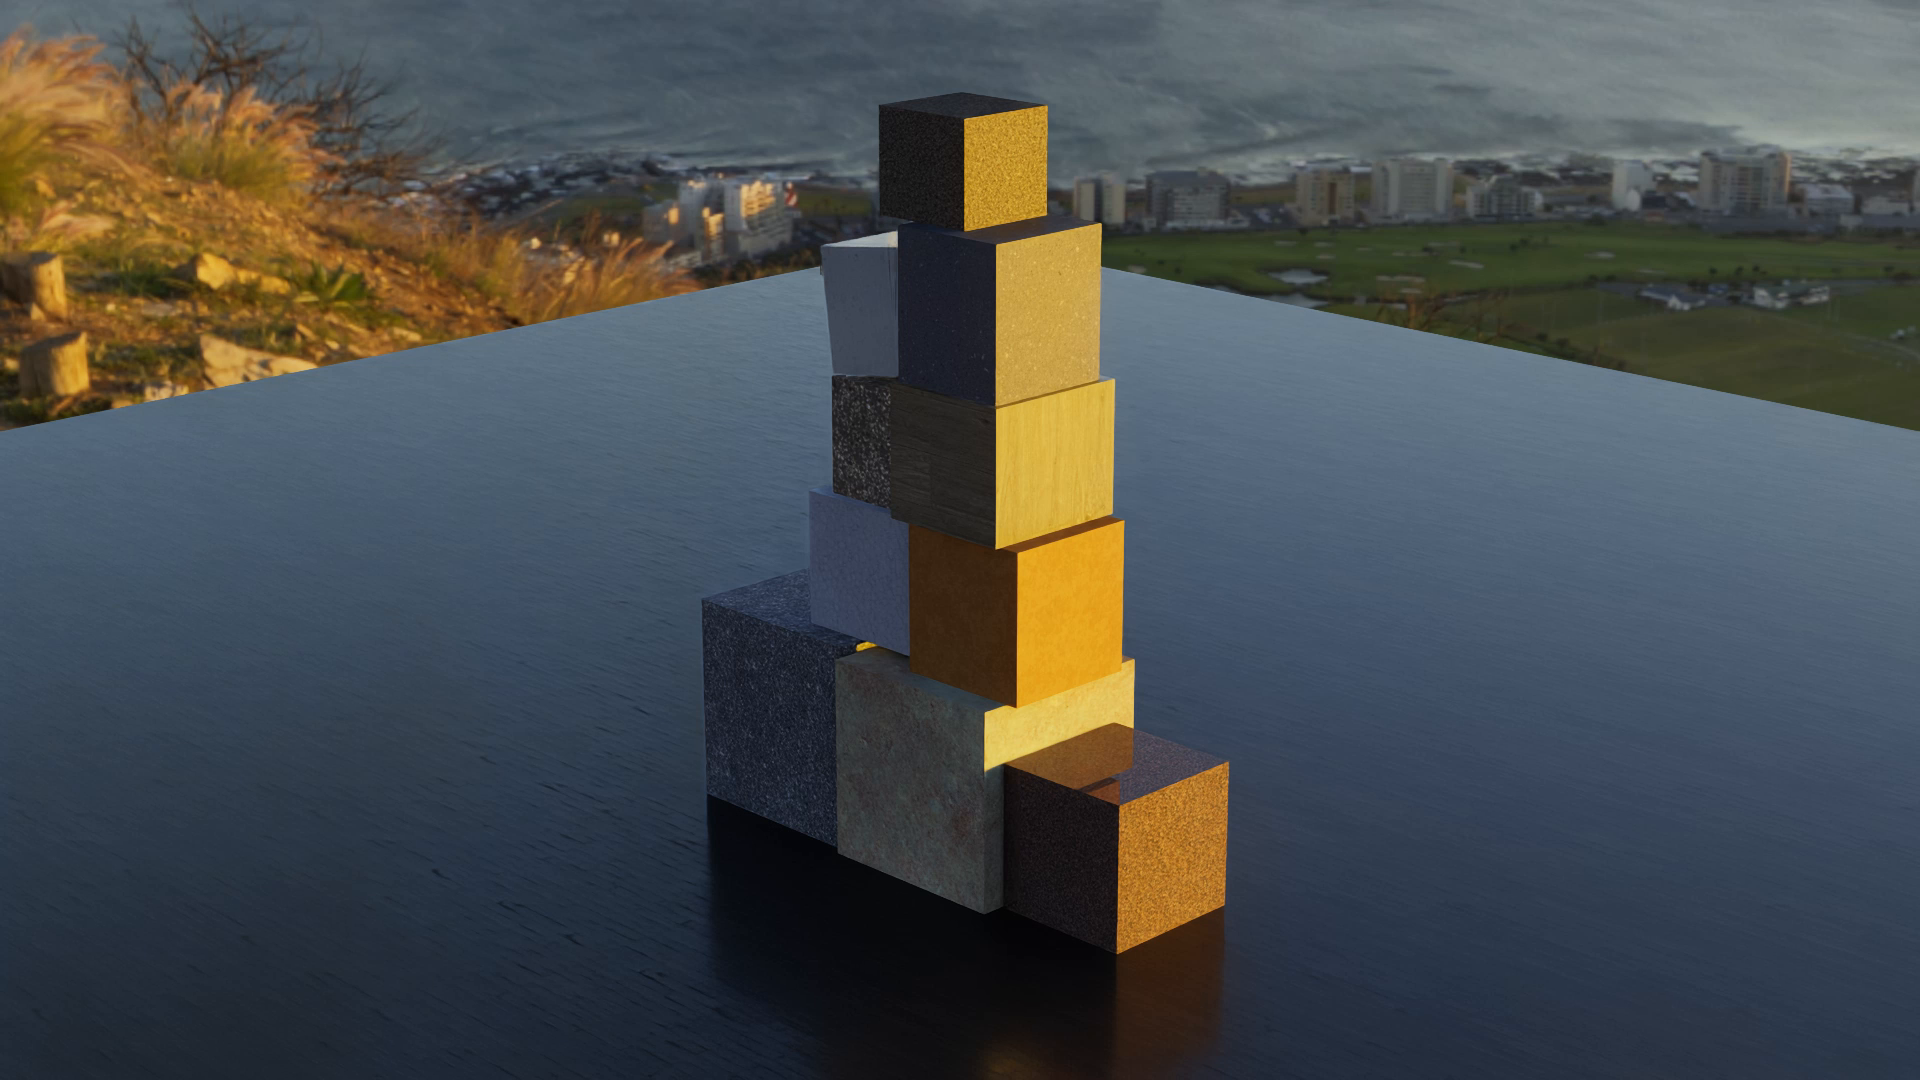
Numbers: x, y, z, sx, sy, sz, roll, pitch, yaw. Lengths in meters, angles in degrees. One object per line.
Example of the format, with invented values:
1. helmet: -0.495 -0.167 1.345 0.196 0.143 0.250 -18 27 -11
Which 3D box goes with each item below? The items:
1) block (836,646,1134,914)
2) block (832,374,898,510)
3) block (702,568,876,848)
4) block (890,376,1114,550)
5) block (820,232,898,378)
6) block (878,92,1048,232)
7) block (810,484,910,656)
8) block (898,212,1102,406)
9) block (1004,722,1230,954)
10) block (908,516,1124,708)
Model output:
1. block: 0.114 1.003 13.554 0.978 0.959 0.960 -17 24 -42
2. block: -0.221 -0.483 13.448 0.510 0.555 0.521 -17 24 -42
3. block: -0.597 0.778 14.192 0.843 1.005 0.982 -17 24 -42
4. block: 0.189 -0.405 13.019 0.750 0.624 0.652 -17 24 -42
5. block: -0.231 -1.076 13.257 0.553 0.581 0.497 -17 16 -42
6. block: 0.014 -1.662 12.834 0.512 0.485 0.527 -17 24 -42
7. block: -0.243 0.092 13.621 0.581 0.646 0.707 -17 24 -42
8. block: 0.172 -1.037 12.821 0.655 0.700 0.598 -17 24 -42
9. block: 0.691 1.310 13.023 0.722 0.692 0.682 -17 24 -42
10. block: 0.252 0.253 13.154 0.684 0.712 0.672 -17 24 -42
